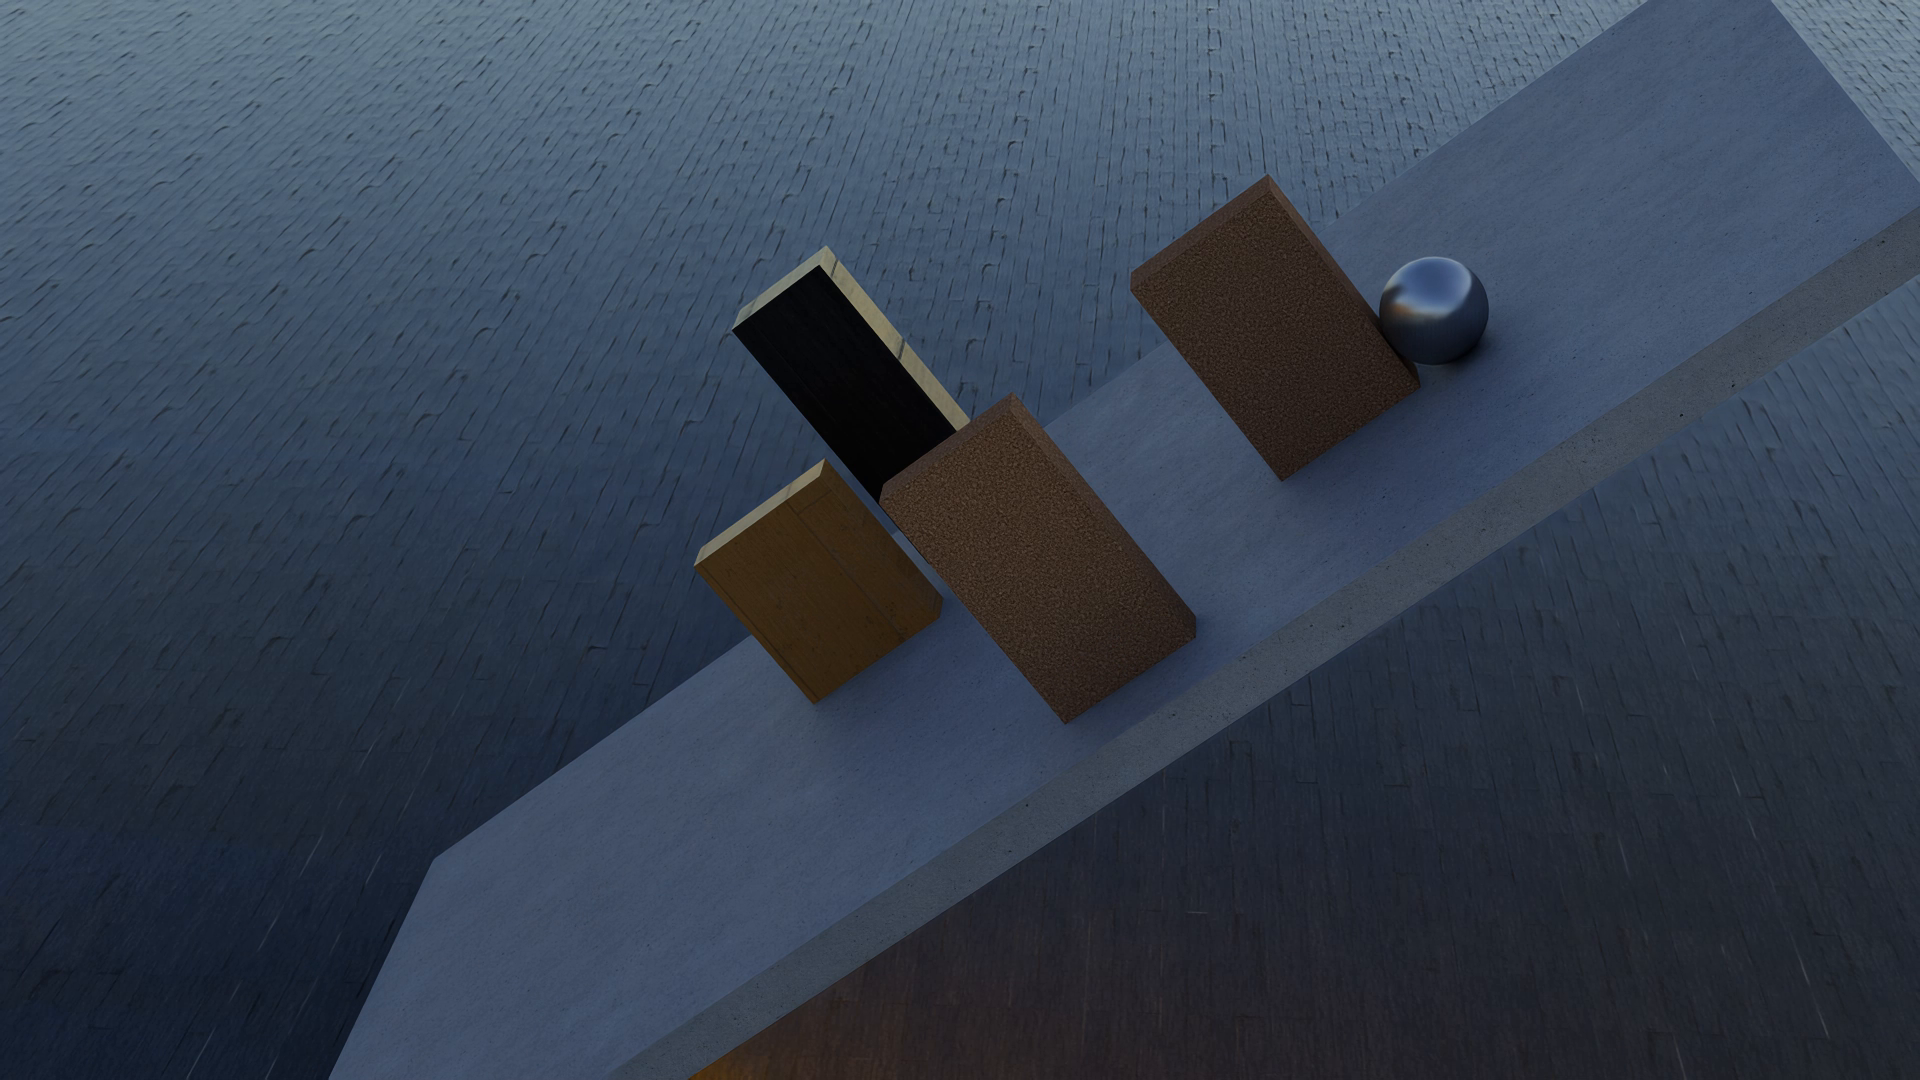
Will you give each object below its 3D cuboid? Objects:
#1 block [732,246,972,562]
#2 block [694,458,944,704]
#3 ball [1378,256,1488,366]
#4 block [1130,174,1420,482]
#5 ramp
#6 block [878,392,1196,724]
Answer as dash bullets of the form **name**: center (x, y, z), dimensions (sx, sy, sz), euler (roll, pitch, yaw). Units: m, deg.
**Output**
- **block**: center (-0.191, -0.312, 6.874), dimensions (0.262, 0.730, 0.146), euler (-35, 16, 17)
- **block**: center (-0.316, 0.096, 6.608), dimensions (0.366, 0.424, 0.106), euler (-35, 16, 17)
- **ball**: center (0.911, -0.440, 5.655), dimensions (0.209, 0.209, 0.209), euler (0, 23, 0)
- **block**: center (0.613, -0.410, 5.725), dimensions (0.331, 0.495, 0.113), euler (-35, 16, 17)
- **ramp**: center (0.125, 0.182, 6.330), dimensions (4.000, 0.100, 2.000), euler (-35, 16, 17)
- **block**: center (0.147, 0.038, 5.446), dimensions (0.304, 0.560, 0.096), euler (-35, 16, 17)
